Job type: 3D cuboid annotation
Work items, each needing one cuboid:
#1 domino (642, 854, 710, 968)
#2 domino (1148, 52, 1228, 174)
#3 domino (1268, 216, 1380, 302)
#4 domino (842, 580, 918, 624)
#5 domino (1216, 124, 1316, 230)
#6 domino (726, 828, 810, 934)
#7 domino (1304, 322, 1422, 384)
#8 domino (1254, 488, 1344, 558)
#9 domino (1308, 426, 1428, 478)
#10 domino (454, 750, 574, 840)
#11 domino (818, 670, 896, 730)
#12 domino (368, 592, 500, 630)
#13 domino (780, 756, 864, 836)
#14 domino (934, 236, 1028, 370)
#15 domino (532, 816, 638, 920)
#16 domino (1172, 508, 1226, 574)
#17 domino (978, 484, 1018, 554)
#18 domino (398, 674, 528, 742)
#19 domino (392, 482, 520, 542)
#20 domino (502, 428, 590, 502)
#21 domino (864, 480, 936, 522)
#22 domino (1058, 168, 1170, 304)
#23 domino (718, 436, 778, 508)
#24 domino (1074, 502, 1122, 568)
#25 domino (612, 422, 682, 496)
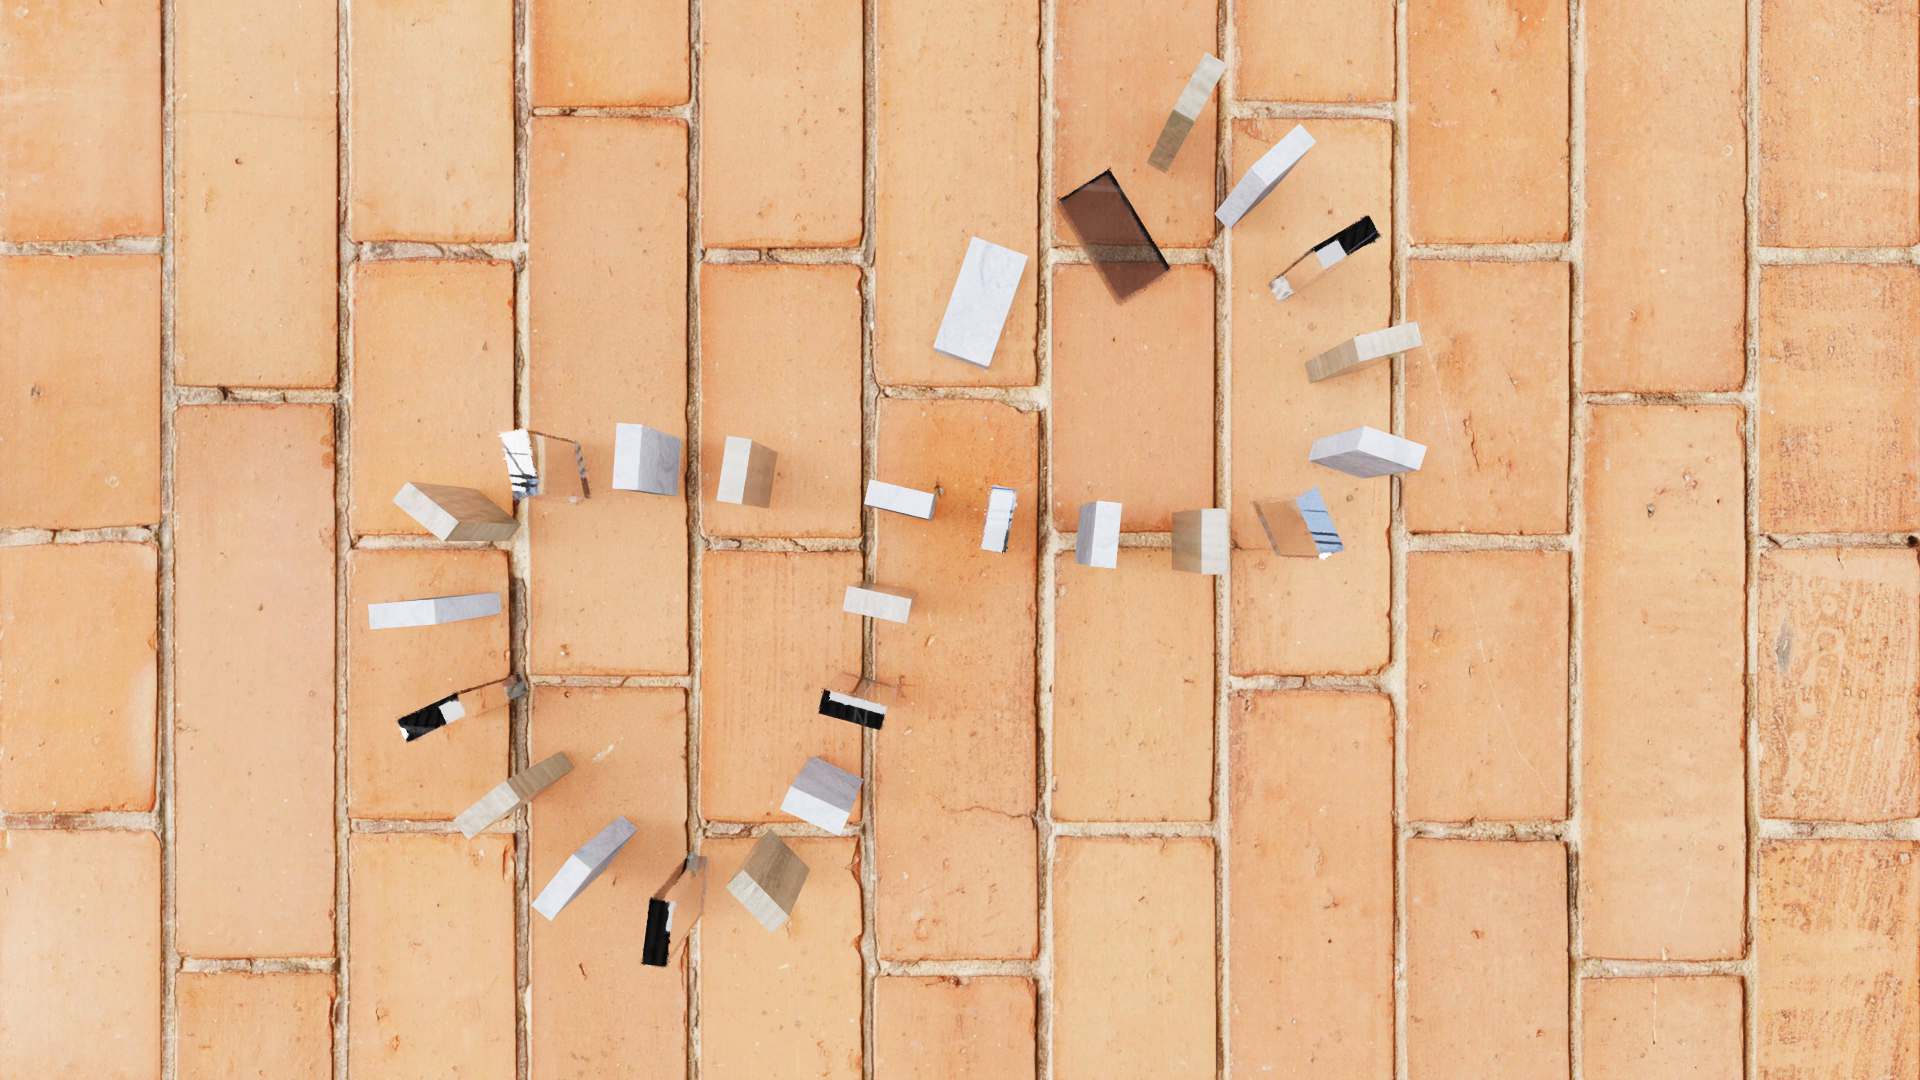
[{"bbox_3d":[-0.115,0.150,0.375,0.009,0.050,0.025,7,90,0],"label":"domino"},{"bbox_3d":[0.092,-0.173,0.375,0.010,0.050,0.025,30,90,0],"label":"domino"},{"bbox_3d":[0.148,-0.114,0.375,0.025,0.050,0.009,-30,90,0],"label":"domino"},{"bbox_3d":[-0.032,0.025,0.375,0.025,0.050,0.010,12,90,0],"label":"domino"},{"bbox_3d":[0.124,-0.147,0.375,0.025,0.050,0.009,-42,90,0],"label":"domino"},{"bbox_3d":[-0.077,0.138,0.375,0.009,0.050,0.025,-44,90,0],"label":"domino"},{"bbox_3d":[0.164,-0.076,0.375,0.025,0.050,0.010,-15,90,0],"label":"domino"},{"bbox_3d":[0.137,-0.006,0.375,0.010,0.050,0.025,-24,90,0],"label":"domino"},{"bbox_3d":[0.165,-0.035,0.375,0.025,0.050,0.009,18,90,0],"label":"domino"},{"bbox_3d":[-0.181,0.103,0.375,0.025,0.050,0.010,-37,90,0],"label":"domino"},{"bbox_3d":[-0.041,0.065,0.375,0.025,0.050,0.009,15,90,0],"label":"domino"},{"bbox_3d":[-0.213,0.028,0.375,0.025,0.050,0.009,-4,90,0],"label":"domino"},{"bbox_3d":[-0.055,0.104,0.375,0.025,0.050,0.010,24,90,0],"label":"domino"},{"bbox_3d":[0.009,-0.102,0.395,0.025,0.010,0.050,20,90,0],"label":"domino"},{"bbox_3d":[-0.152,0.133,0.375,0.010,0.050,0.025,39,90,0],"label":"domino"},{"bbox_3d":[0.097,0.001,0.375,0.009,0.050,0.025,0,90,0],"label":"domino"},{"bbox_3d":[0.015,-0.008,0.375,0.010,0.050,0.025,11,90,0],"label":"domino"},{"bbox_3d":[-0.202,0.068,0.375,0.025,0.050,0.010,-25,90,0],"label":"domino"},{"bbox_3d":[-0.204,-0.011,0.375,0.025,0.050,0.009,38,90,0],"label":"domino"},{"bbox_3d":[-0.168,-0.029,0.375,0.009,0.050,0.025,-12,90,0],"label":"domino"},{"bbox_3d":[-0.023,-0.016,0.375,0.025,0.050,0.009,13,90,0],"label":"domino"},{"bbox_3d":[0.066,-0.130,0.395,0.025,0.009,0.050,-32,90,0],"label":"domino"},{"bbox_3d":[-0.086,-0.027,0.375,0.010,0.050,0.025,9,90,0],"label":"domino"},{"bbox_3d":[0.056,-0.002,0.375,0.009,0.050,0.025,6,90,0],"label":"domino"},{"bbox_3d":[-0.127,-0.032,0.375,0.009,0.050,0.025,4,90,0],"label":"domino"}]
